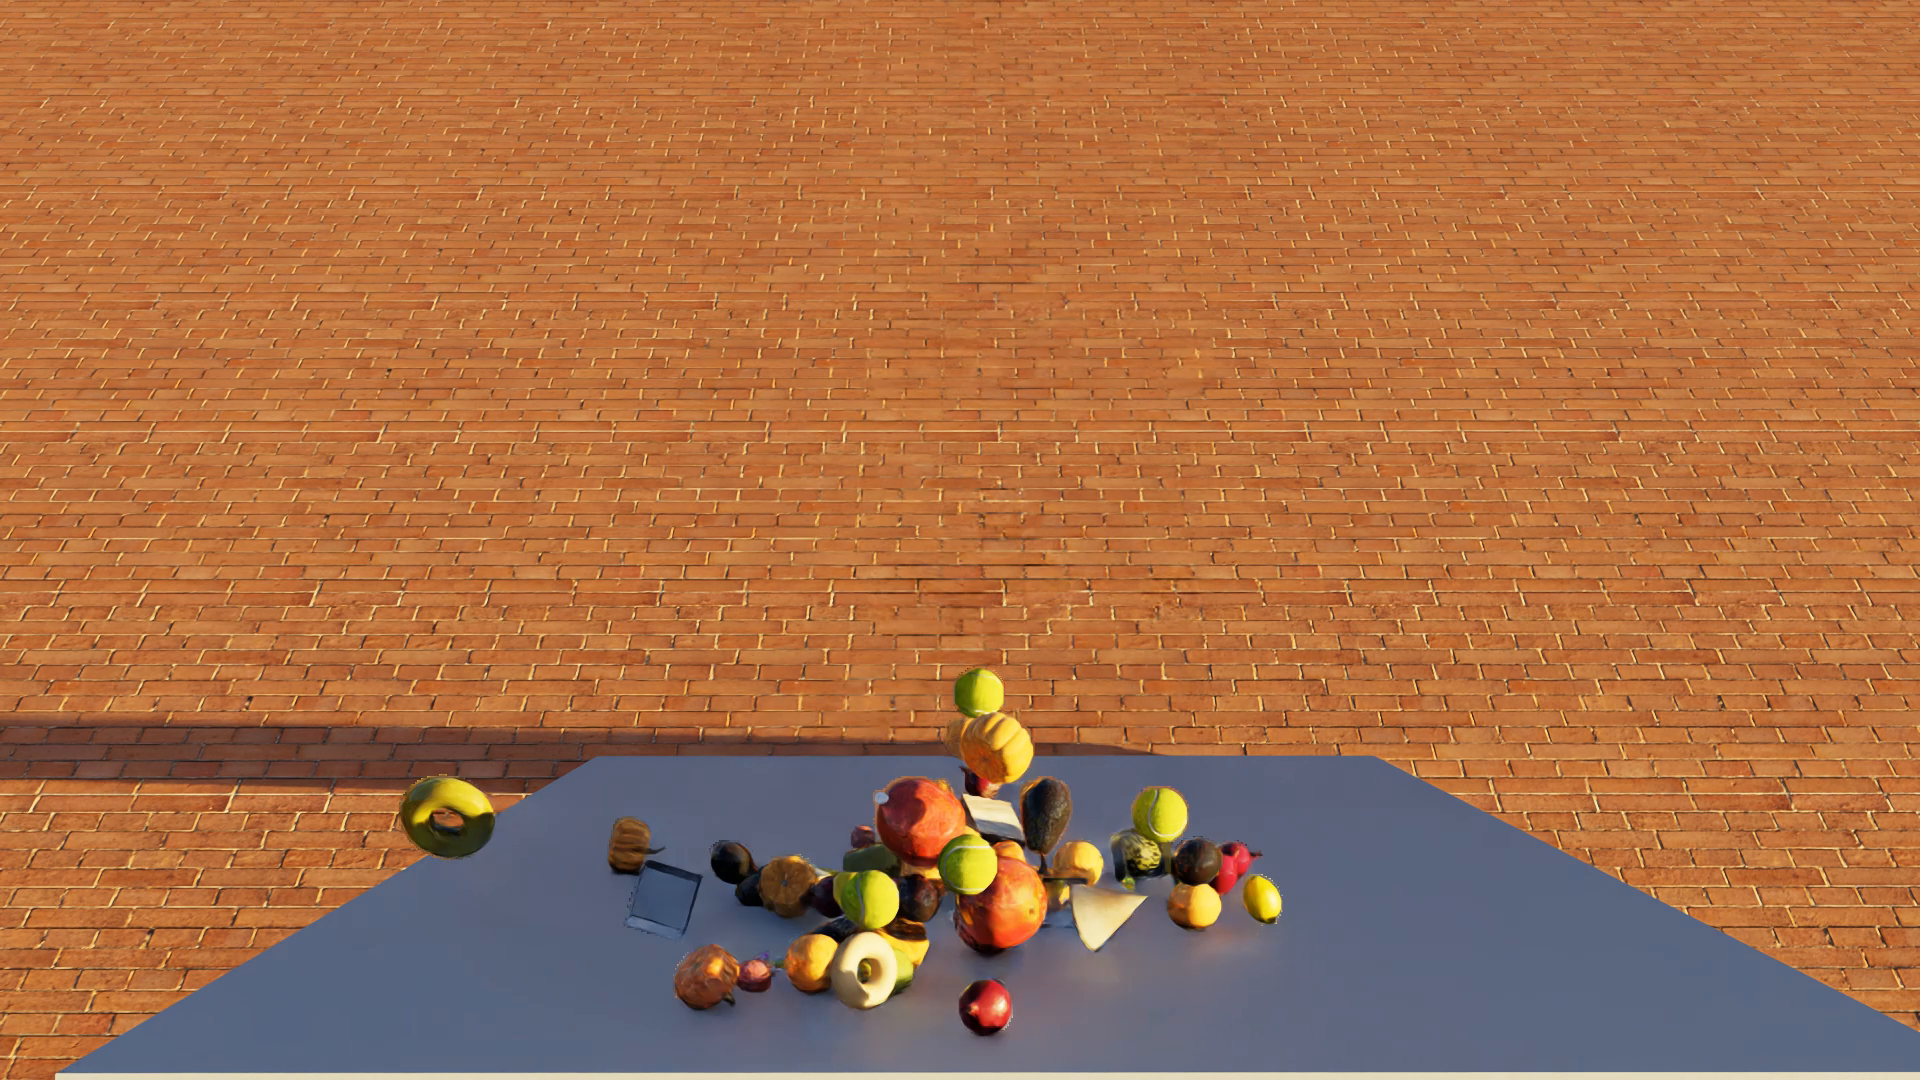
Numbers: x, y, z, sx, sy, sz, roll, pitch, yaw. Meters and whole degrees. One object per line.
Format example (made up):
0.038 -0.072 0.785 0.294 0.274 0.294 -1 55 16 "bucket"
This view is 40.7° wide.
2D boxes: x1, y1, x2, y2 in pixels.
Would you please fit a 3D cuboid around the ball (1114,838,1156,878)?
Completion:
0.285 0.517 4.211 0.067 0.067 0.067 0 30 0 "ball"

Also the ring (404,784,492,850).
-0.807 0.437 4.075 0.148 0.148 0.049 9 54 16 "ring"

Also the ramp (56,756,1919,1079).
0.068 0.602 4.664 2.000 0.100 4.000 0 0 0 "ramp"

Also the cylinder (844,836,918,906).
-0.118 0.496 3.881 0.085 0.085 0.085 -19 27 14 "cylinder"

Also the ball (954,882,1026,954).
0.039 0.502 3.445 0.095 0.095 0.095 0 30 0 "ball"

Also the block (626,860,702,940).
-0.393 0.477 3.433 0.076 0.076 0.076 18 69 -7 "block"

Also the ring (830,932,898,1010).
-0.110 0.491 2.951 0.089 0.089 0.030 -27 14 -38 "ring"

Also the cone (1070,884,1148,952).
0.203 0.476 3.362 0.092 0.092 0.092 -21 26 17 "cone"

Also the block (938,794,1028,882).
0.035 0.475 4.129 0.090 0.090 0.090 14 30 -30 "block"

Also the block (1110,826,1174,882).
0.282 0.486 4.005 0.073 0.073 0.073 -5 -13 -13 "block"

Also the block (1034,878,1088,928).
0.142 0.512 3.646 0.064 0.064 0.064 0 -13 -10 "block"
